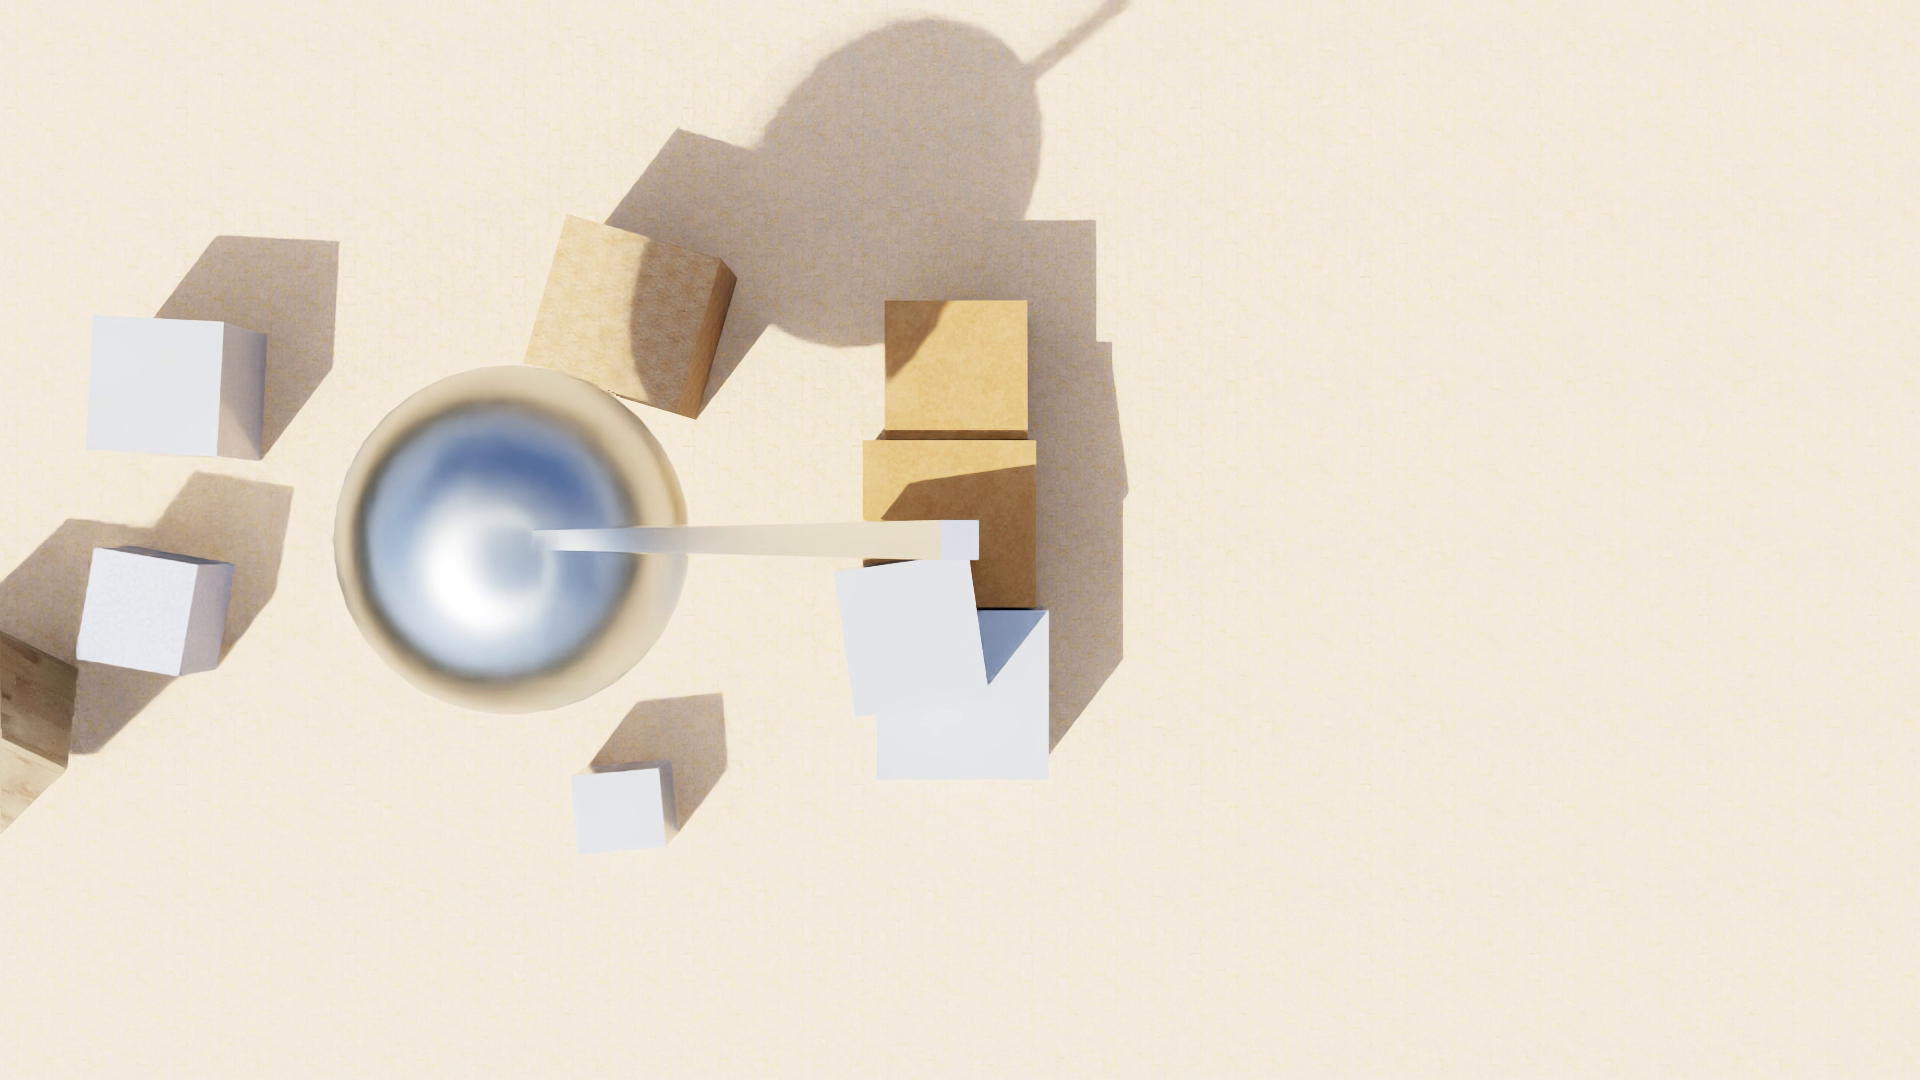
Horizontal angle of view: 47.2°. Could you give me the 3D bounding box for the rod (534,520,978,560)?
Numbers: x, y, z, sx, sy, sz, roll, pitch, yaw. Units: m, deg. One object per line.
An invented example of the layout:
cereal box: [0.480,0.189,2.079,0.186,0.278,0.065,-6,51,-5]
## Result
rod: [-0.883,0.000,6.857,0.080,5.200,0.080,0,90,-20]

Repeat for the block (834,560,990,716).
block: [-0.251,0.489,11.790,0.705,0.676,0.763,-8,91,0]

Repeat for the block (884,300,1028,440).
block: [-0.022,-0.945,12.607,0.793,0.786,0.772,0,90,0]

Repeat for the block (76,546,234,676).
block: [-4.630,0.403,12.682,0.589,0.637,0.634,10,90,0]

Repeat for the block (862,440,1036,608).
block: [-0.058,-0.090,12.563,0.956,0.874,0.920,0,90,0]

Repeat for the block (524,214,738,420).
block: [-1.862,-1.254,12.552,0.885,0.897,0.874,16,90,0]

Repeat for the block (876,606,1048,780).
block: [0.015,0.856,12.568,0.950,0.865,0.934,0,90,0]

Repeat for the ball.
ball: [-2.037,0.000,10.055,1.600,1.600,1.600,0,90,0]

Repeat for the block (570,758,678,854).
block: [-1.935,1.538,12.726,0.501,0.548,0.446,-5,90,0]

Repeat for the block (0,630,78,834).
block: [-5.561,1.047,12.337,0.745,0.843,0.809,-41,128,17]

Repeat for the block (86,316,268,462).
block: [-4.477,-0.858,12.612,0.728,0.775,0.748,3,90,0]
